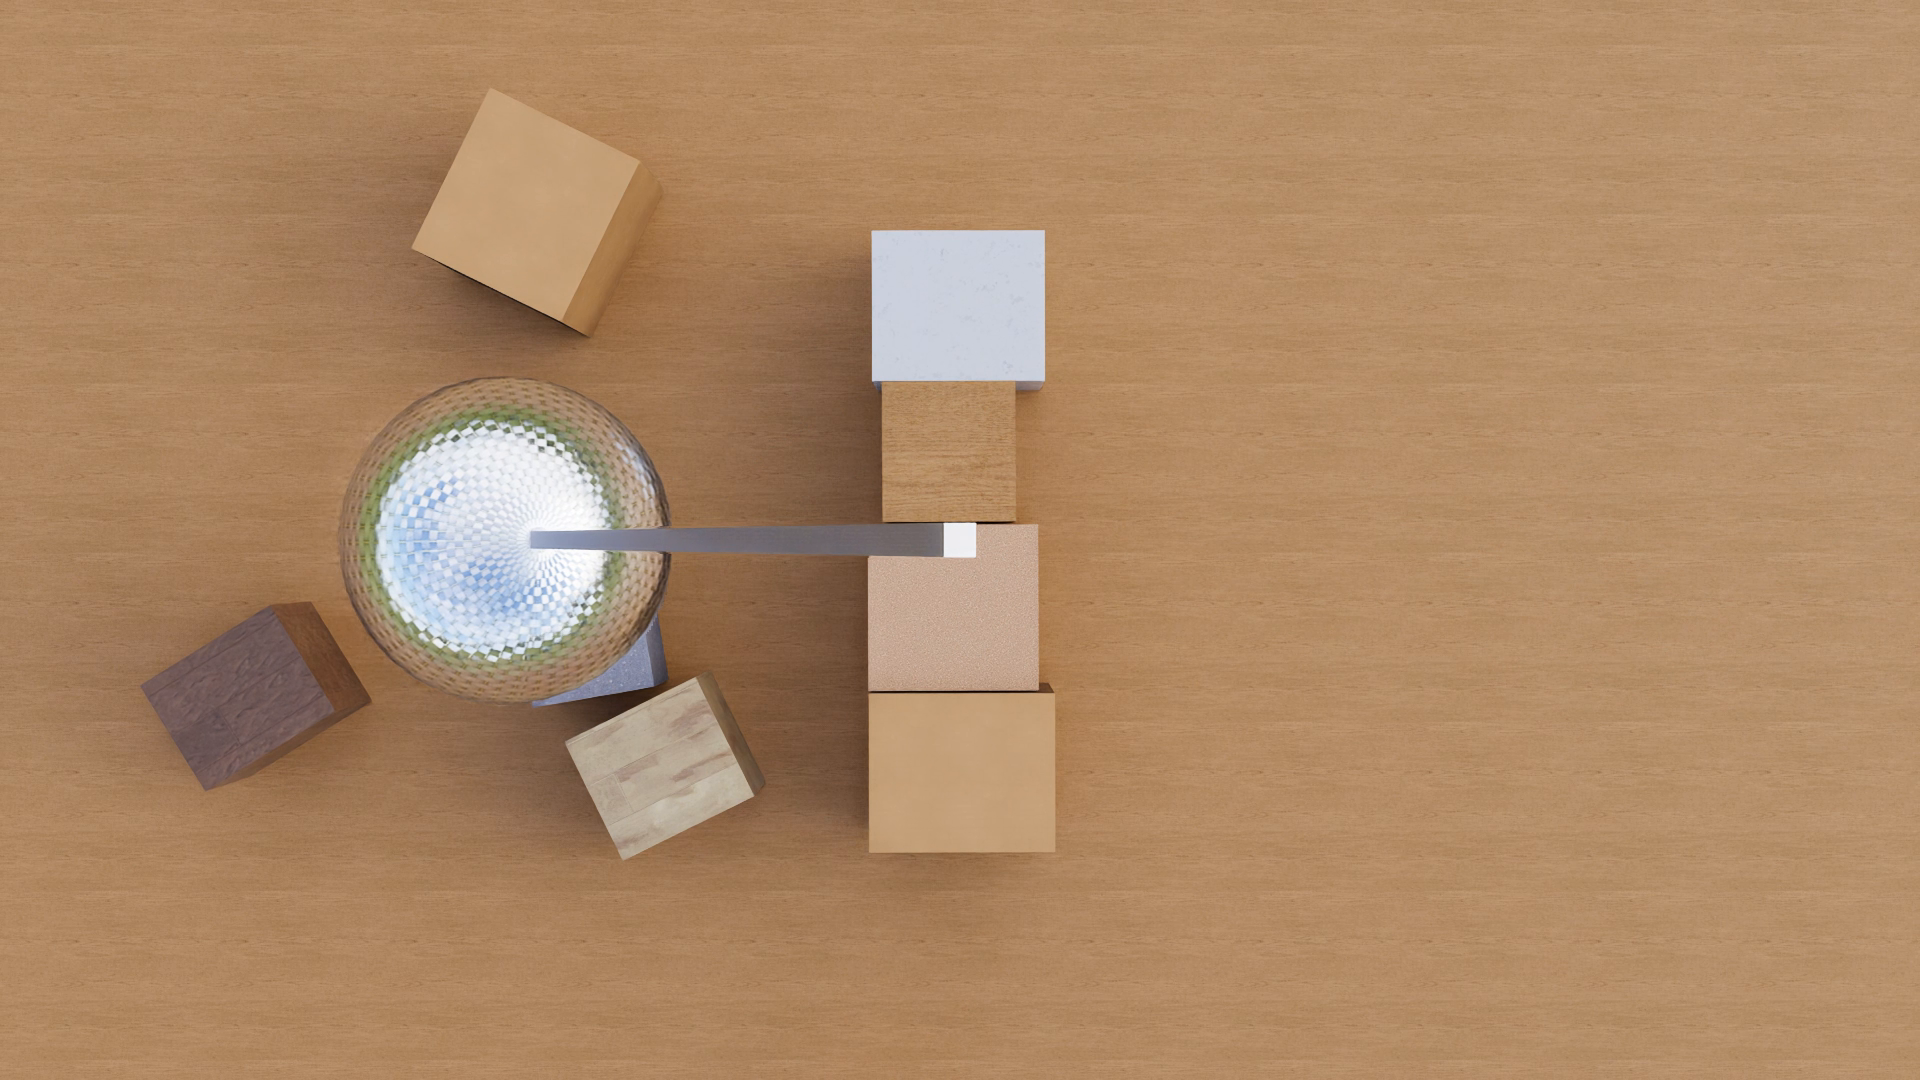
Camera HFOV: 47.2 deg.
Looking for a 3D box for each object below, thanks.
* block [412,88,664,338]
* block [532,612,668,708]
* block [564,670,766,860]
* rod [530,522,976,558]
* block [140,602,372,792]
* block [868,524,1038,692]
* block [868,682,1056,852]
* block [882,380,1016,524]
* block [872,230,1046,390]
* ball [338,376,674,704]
[{"bbox_3d":[-2.375,-1.834,12.511,0.912,0.978,0.980,26,90,0],"label":"block"},{"bbox_3d":[-2.116,0.570,12.690,0.693,0.620,0.639,-10,90,0],"label":"block"},{"bbox_3d":[-1.678,1.277,12.633,0.816,0.734,0.740,-26,90,0],"label":"block"},{"bbox_3d":[-0.954,0.000,7.548,0.080,5.200,0.080,0,90,-22],"label":"rod"},{"bbox_3d":[-4.017,0.881,12.614,0.851,0.771,0.694,-32,90,0],"label":"block"},{"bbox_3d":[-0.037,0.375,12.589,0.943,0.823,0.919,0,90,0],"label":"block"},{"bbox_3d":[0.012,1.282,12.552,1.025,0.895,0.874,0,90,0],"label":"block"},{"bbox_3d":[-0.061,-0.491,12.592,0.740,0.816,0.779,0,90,0],"label":"block"},{"bbox_3d":[-0.009,-1.301,12.604,0.960,0.792,0.834,0,90,0],"label":"block"},{"bbox_3d":[-2.201,0.000,10.711,1.600,1.600,1.600,0,90,0],"label":"ball"}]
